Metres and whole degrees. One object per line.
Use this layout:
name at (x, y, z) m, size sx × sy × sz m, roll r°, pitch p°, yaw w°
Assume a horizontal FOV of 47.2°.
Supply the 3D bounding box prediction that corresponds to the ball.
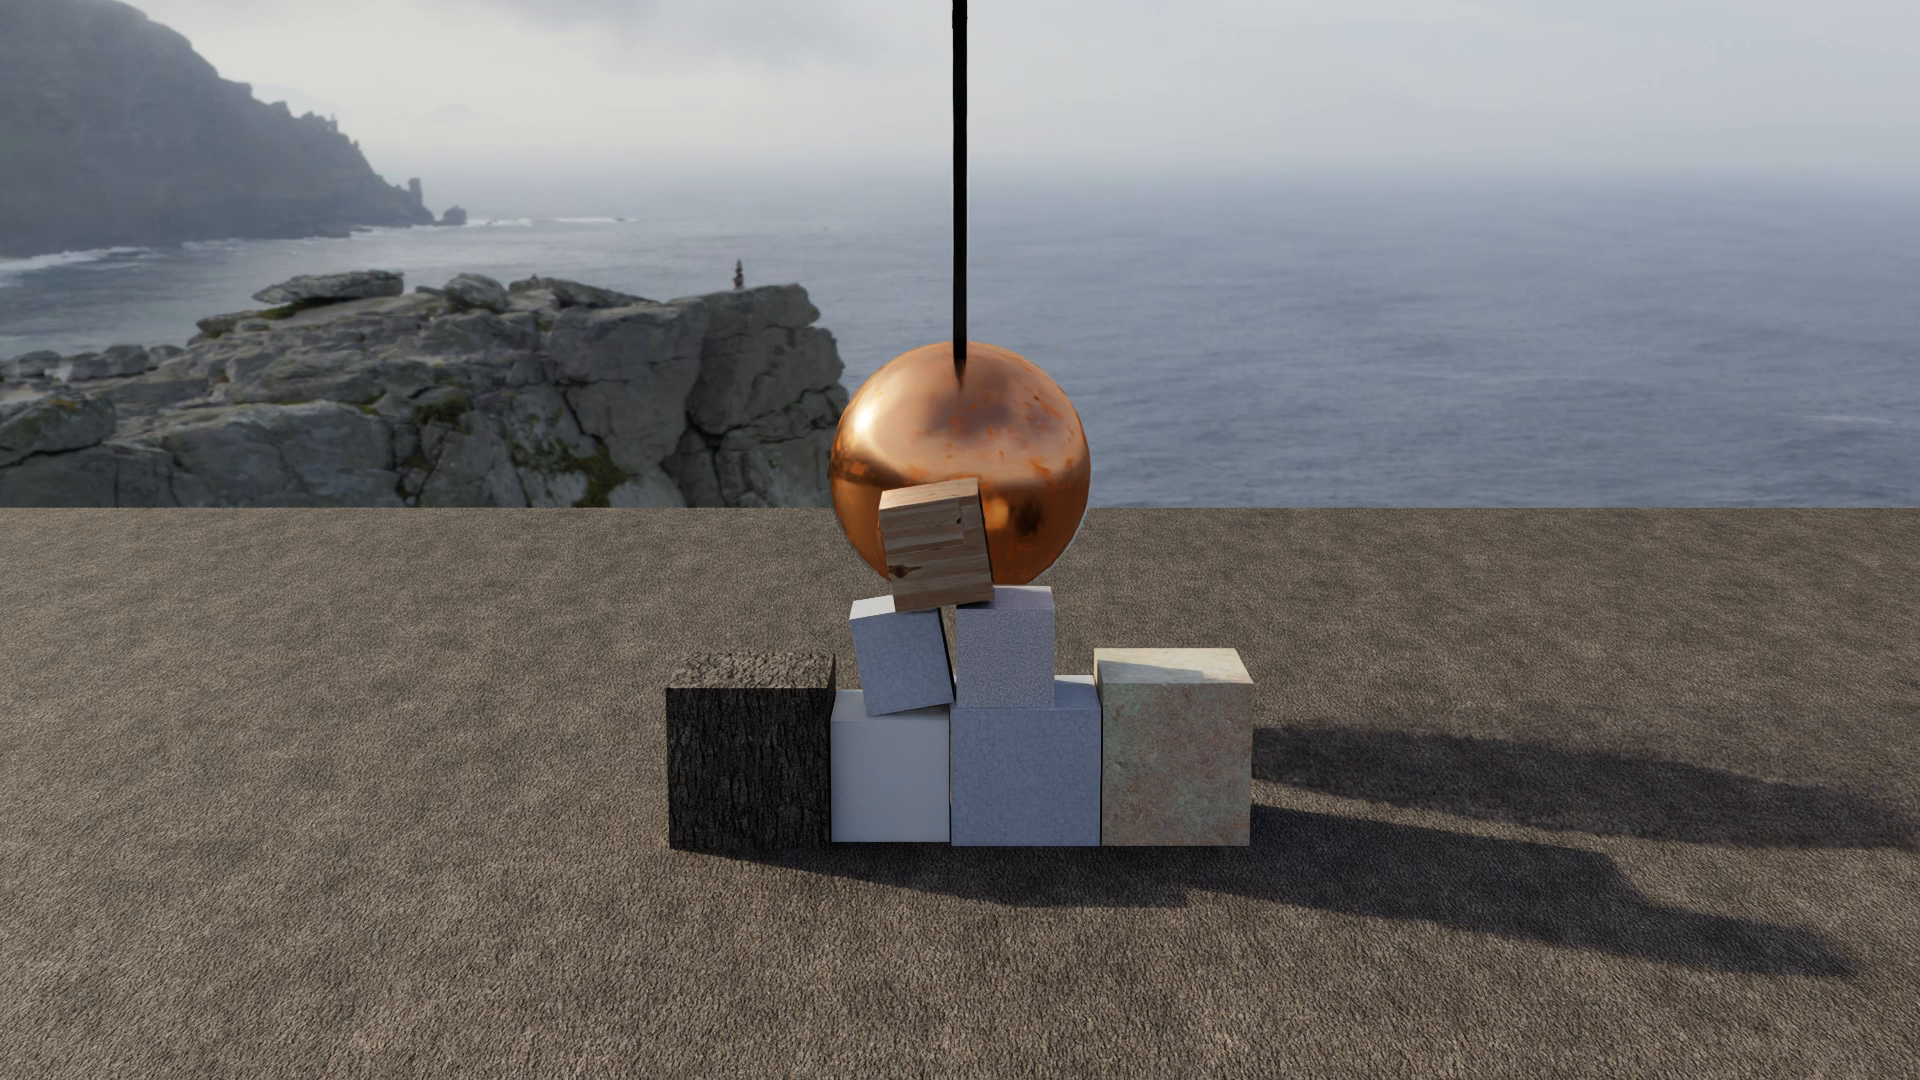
ball at (0.000, -0.417, 13.437) m, size 1.600 × 1.600 × 1.600 m, roll 0°, pitch 10°, yaw 0°

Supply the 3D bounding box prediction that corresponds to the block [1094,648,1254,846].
block at (1.087, 1.059, 11.390) m, size 0.746 × 0.842 × 0.766 m, roll 0°, pitch 10°, yaw 0°

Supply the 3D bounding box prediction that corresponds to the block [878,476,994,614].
block at (-0.114, 0.019, 11.171) m, size 0.497 × 0.534 × 0.577 m, roll -9°, pitch 10°, yaw 2°

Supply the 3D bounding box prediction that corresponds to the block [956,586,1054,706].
block at (0.227, 0.538, 11.258) m, size 0.490 × 0.499 × 0.576 m, roll 0°, pitch 10°, yaw 0°

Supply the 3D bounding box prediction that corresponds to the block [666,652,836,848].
block at (-1.060, 1.071, 11.357) m, size 0.799 × 0.829 × 0.785 m, roll 0°, pitch 10°, yaw 0°

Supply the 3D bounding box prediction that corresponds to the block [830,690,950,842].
block at (-0.352, 1.162, 11.408) m, size 0.598 × 0.632 × 0.639 m, roll 0°, pitch 10°, yaw 0°

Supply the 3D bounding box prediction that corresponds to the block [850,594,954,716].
block at (-0.293, 0.568, 11.285) m, size 0.444 × 0.510 × 0.445 m, roll -10°, pitch 10°, yaw 2°

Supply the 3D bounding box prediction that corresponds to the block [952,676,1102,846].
block at (0.330, 1.130, 11.377) m, size 0.748 × 0.707 × 0.724 m, roll 0°, pitch 10°, yaw 0°

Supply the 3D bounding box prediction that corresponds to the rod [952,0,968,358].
rod at (0.000, -3.275, 11.596) m, size 0.080 × 5.200 × 0.080 m, roll 0°, pitch 33°, yaw 0°
